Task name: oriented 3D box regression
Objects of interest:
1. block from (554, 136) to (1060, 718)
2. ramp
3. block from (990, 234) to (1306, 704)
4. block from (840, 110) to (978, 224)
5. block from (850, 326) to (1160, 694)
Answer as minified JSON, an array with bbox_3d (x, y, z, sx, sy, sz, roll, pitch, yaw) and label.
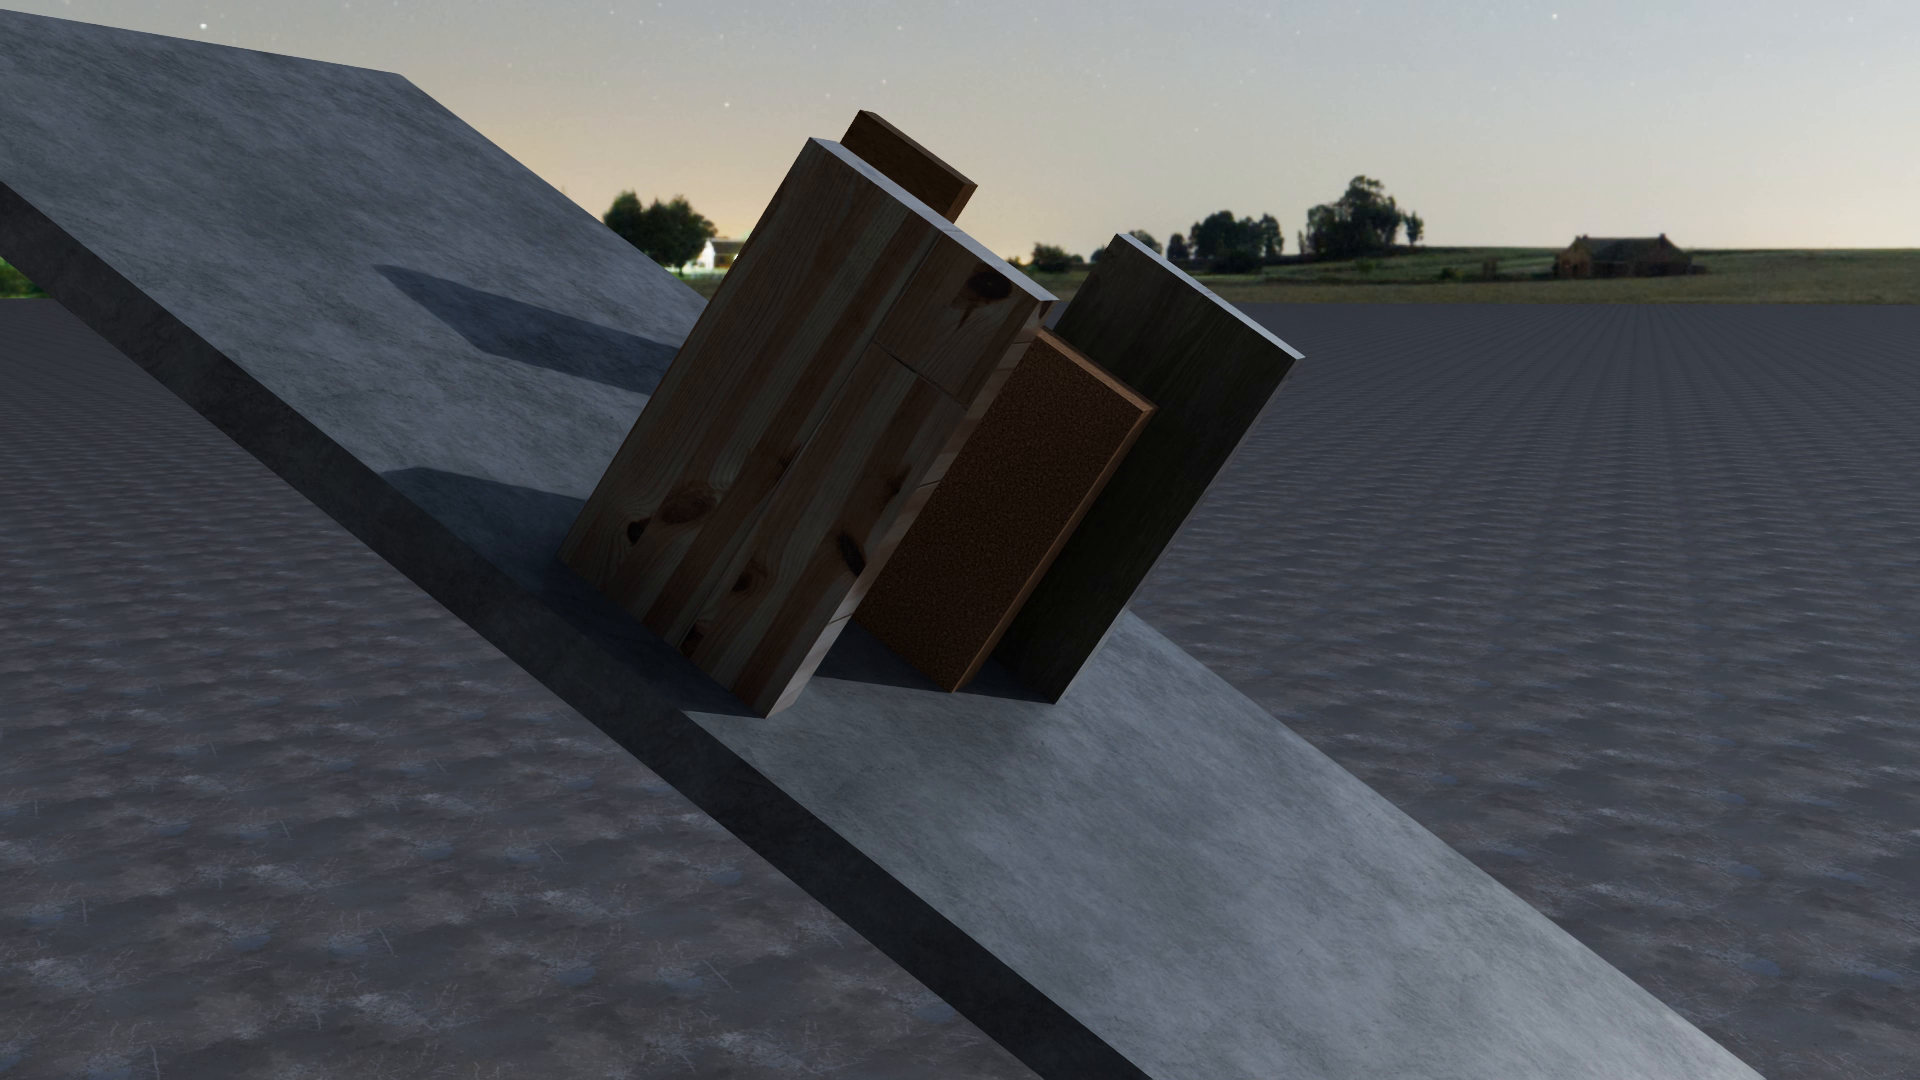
[{"bbox_3d":[-0.237,-0.162,3.272,0.415,0.751,0.112,37,15,10],"label":"block"},{"bbox_3d":[-0.108,0.187,4.090,4.000,0.100,2.000,37,15,10],"label":"ramp"},{"bbox_3d":[0.246,-0.130,4.098,0.399,0.784,0.114,37,15,10],"label":"block"},{"bbox_3d":[-0.256,-0.563,4.674,0.277,0.638,0.094,37,15,10],"label":"block"},{"bbox_3d":[-0.007,-0.108,3.857,0.433,0.603,0.128,37,15,10],"label":"block"}]
